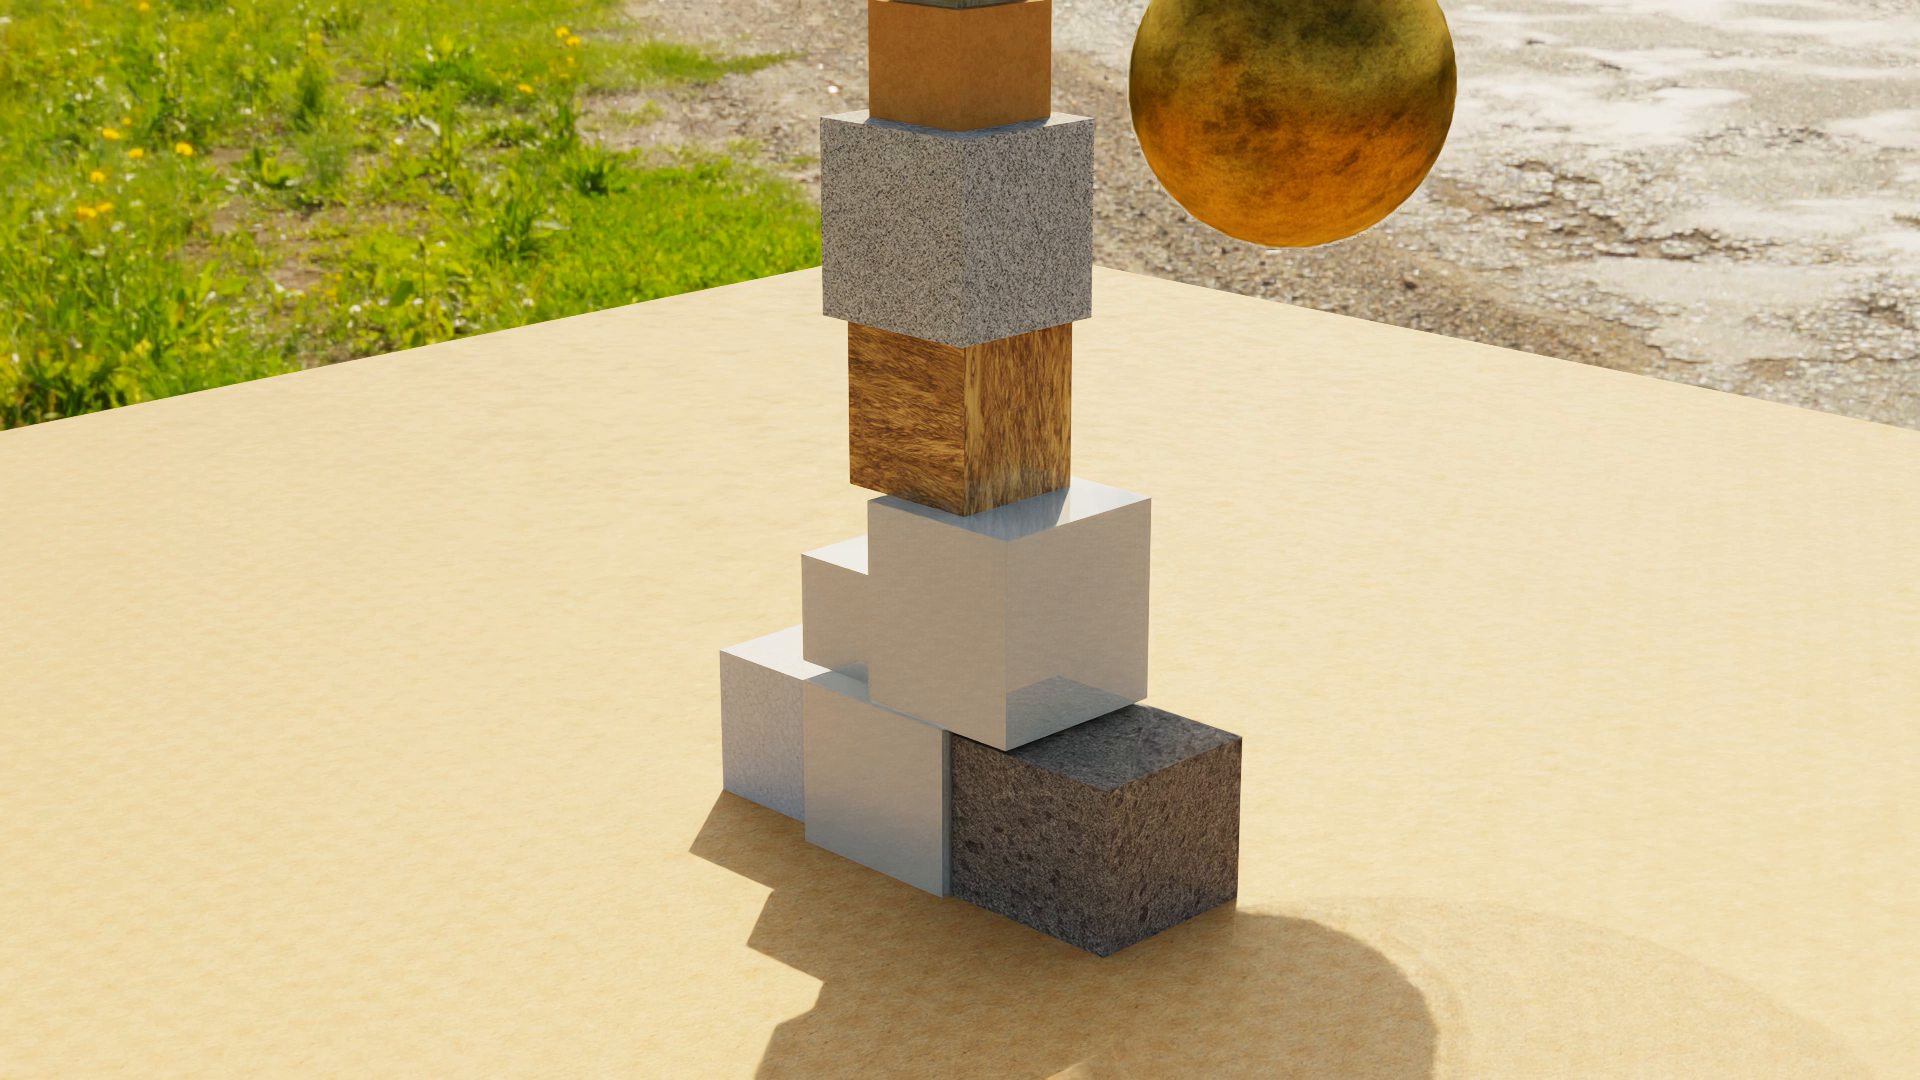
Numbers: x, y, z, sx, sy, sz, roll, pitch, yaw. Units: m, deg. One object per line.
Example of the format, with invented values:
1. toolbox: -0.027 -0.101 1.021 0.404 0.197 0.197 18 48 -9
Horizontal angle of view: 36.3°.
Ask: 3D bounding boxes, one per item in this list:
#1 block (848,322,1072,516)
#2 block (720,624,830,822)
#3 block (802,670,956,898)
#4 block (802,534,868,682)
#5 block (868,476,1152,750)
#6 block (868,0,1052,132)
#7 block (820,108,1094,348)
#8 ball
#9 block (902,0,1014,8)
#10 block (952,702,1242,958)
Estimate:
1. block: -0.001 -0.623 13.145 0.681 0.783 0.733 -17 24 -42
2. block: -0.650 0.884 14.318 0.711 0.728 0.750 -17 24 -42
3. block: -0.047 1.023 13.742 1.012 0.807 0.920 -17 24 -42
4. block: -0.305 0.315 13.769 0.619 0.529 0.617 -17 24 -42
5. block: 0.221 0.272 13.194 0.927 0.955 0.864 -17 24 -42
6. block: 0.000 -2.084 12.687 0.559 0.508 0.558 -17 24 -42
7. block: -0.013 -1.415 12.883 0.815 0.886 0.874 -17 24 -42
8. ball: 1.623 -2.230 14.342 1.600 1.600 1.600 0 17 0
9. block: -0.002 -2.527 12.546 0.438 0.422 0.413 -17 24 -42
10. block: 0.609 1.237 13.116 0.896 0.774 0.923 -17 24 -42
